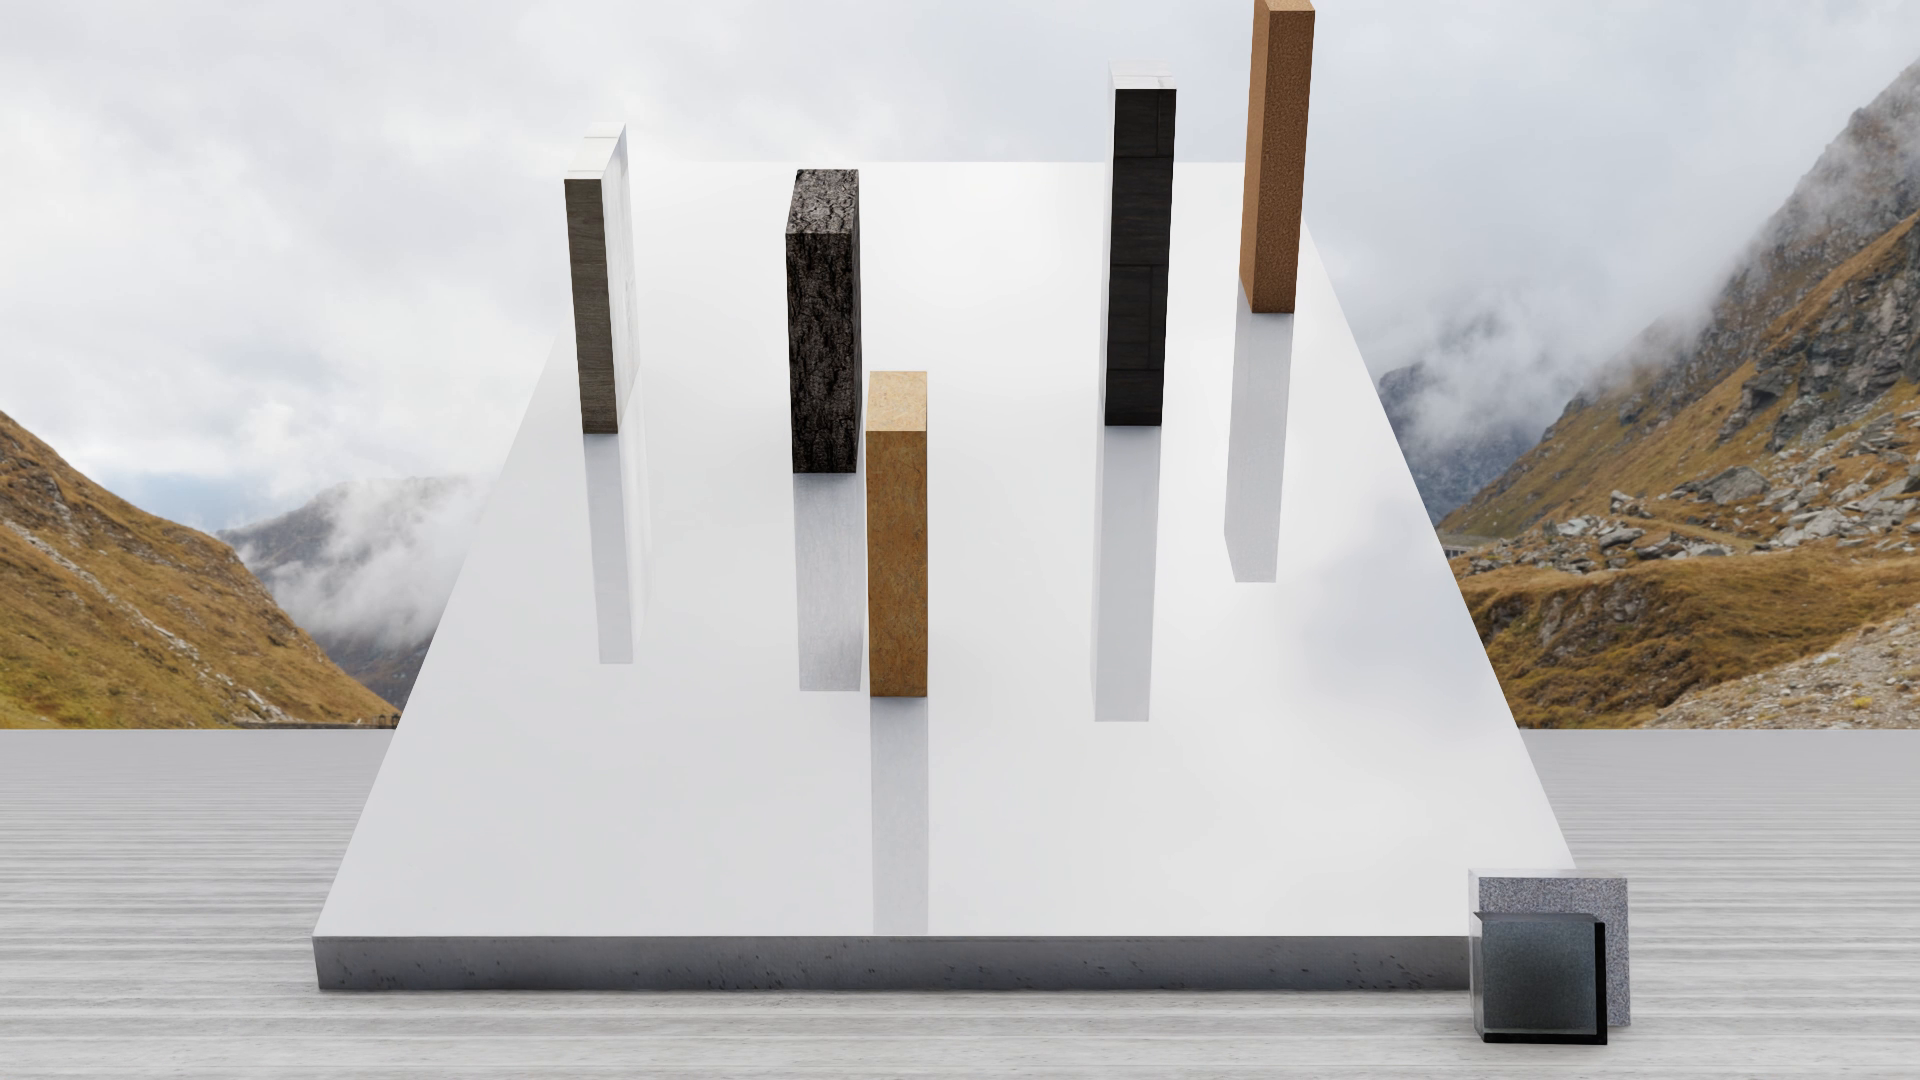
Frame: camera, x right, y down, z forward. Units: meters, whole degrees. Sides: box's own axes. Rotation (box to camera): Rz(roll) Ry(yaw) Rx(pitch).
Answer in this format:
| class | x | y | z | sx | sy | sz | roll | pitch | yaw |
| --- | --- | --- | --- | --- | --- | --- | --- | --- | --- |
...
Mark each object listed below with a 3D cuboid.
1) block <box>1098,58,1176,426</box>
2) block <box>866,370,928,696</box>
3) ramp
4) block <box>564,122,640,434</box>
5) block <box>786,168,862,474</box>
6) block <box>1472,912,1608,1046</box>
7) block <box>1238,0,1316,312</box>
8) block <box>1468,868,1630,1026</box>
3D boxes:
| class | x | y | z | sx | sy | sz | roll | pitch | yaw |
| --- | --- | --- | --- | --- | --- | --- | --- | --- | --- |
| block | 0.399 | -0.672 | 5.363 | 0.132 | 0.789 | 0.251 | 0 | 26 | 0 |
| block | -0.113 | -0.012 | 4.316 | 0.105 | 0.529 | 0.274 | 0 | 26 | 0 |
| ramp | -0.010 | -0.228 | 5.466 | 2.000 | 0.100 | 4.000 | 0 | 26 | 0 |
| block | -0.819 | -0.608 | 5.438 | 0.081 | 0.602 | 0.432 | 0 | 26 | 0 |
| block | -0.298 | -0.494 | 5.265 | 0.139 | 0.552 | 0.447 | 0 | 26 | 0 |
| block | 0.768 | 0.580 | 3.138 | 0.156 | 0.156 | 0.156 | -1 | -4 | 8 |
| block | 0.807 | -1.003 | 6.043 | 0.110 | 0.782 | 0.306 | 0 | 26 | 0 |
| block | 0.835 | 0.575 | 3.360 | 0.201 | 0.201 | 0.201 | -1 | -4 | 8 |
